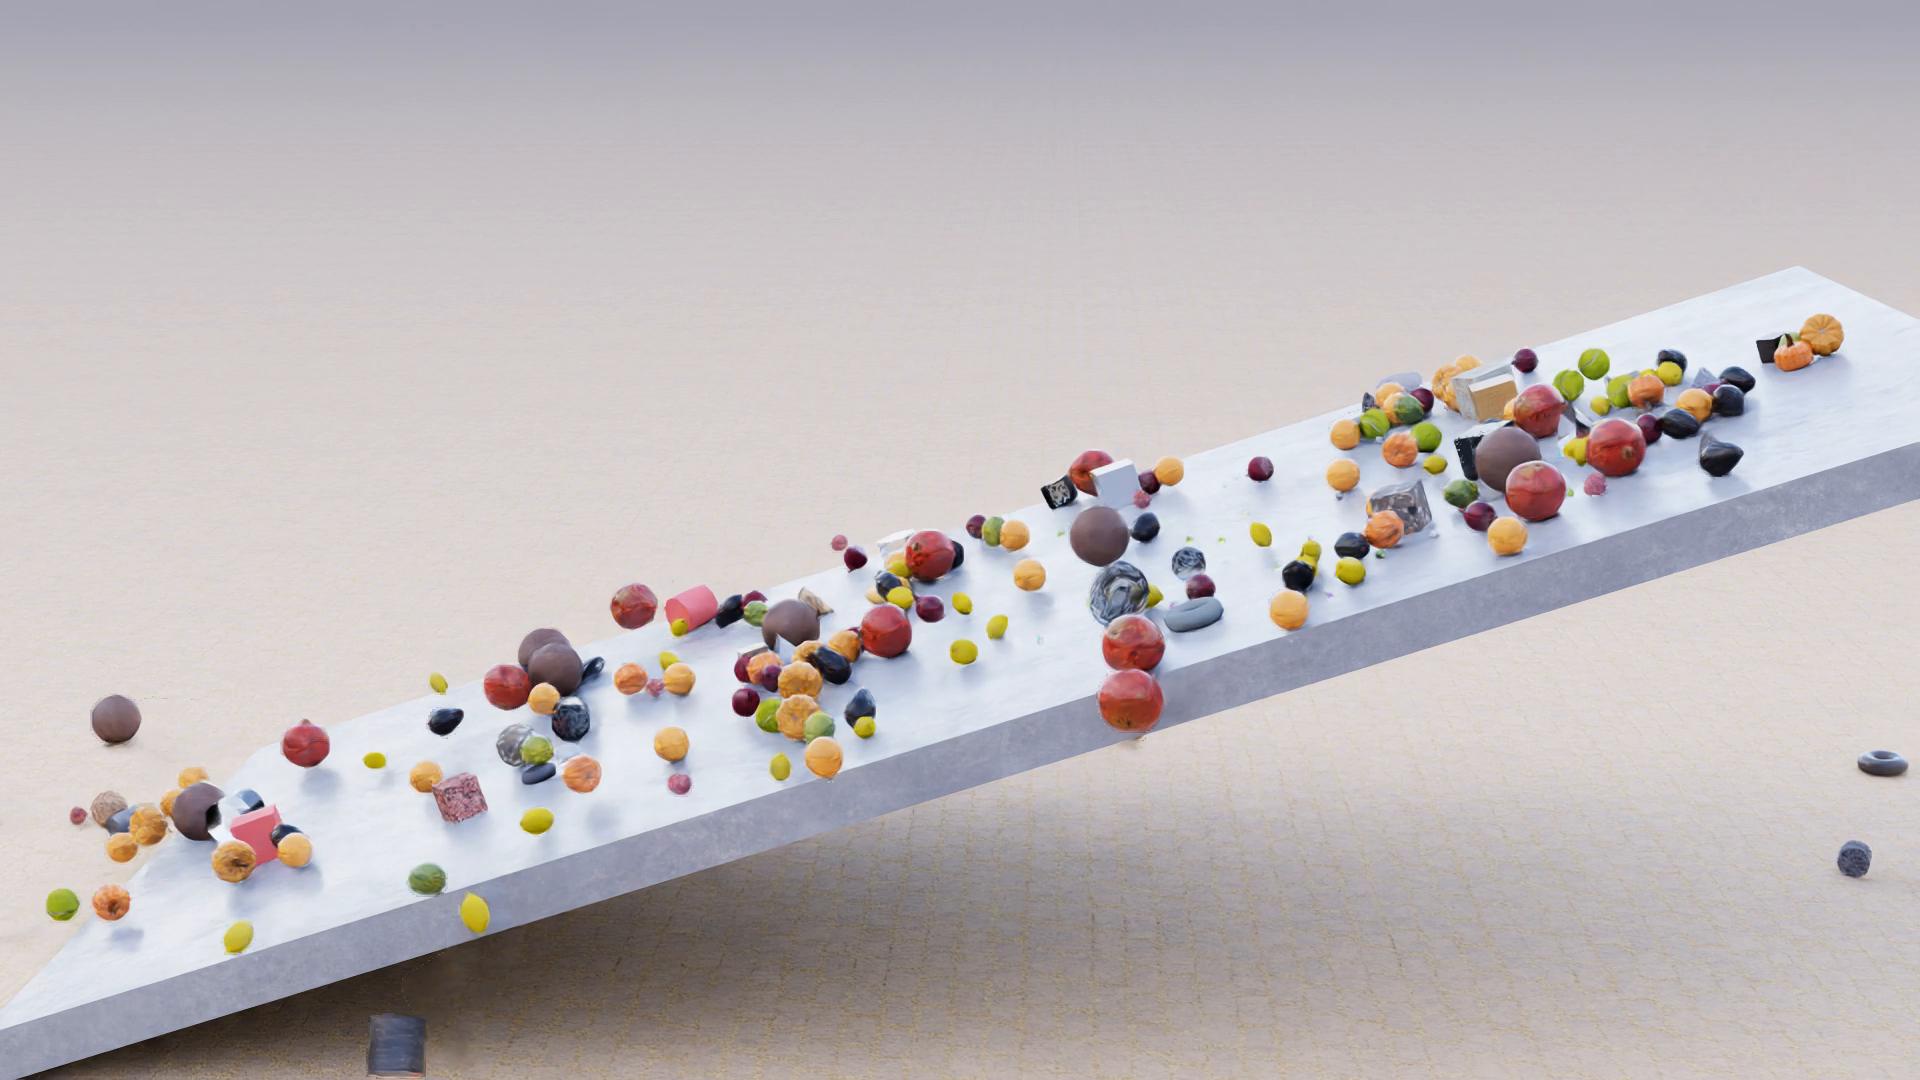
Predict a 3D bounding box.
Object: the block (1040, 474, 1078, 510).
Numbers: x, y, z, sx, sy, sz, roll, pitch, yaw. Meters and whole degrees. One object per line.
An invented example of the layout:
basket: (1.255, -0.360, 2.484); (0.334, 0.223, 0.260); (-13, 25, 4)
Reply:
block: (0.242, -0.117, 7.140); (0.060, 0.060, 0.060); (-25, 7, 23)

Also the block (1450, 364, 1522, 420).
block: (1.174, -0.331, 6.562); (0.099, 0.099, 0.099); (-22, 11, -17)

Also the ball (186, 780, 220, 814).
ball: (-1.764, 0.601, 6.859); (0.078, 0.078, 0.078); (0, 12, 0)

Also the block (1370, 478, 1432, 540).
block: (0.862, -0.061, 5.750); (0.084, 0.084, 0.084); (-13, 12, 27)

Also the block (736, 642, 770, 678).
block: (-0.445, 0.261, 6.405); (0.057, 0.057, 0.057); (-21, 11, -13)

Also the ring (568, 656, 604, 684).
ring: (-0.885, 0.308, 6.963); (0.098, 0.033, 0.098); (-29, 8, 4)

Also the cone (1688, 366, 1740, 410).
cone: (1.530, -0.295, 5.928); (0.092, 0.092, 0.092); (18, 19, 26)

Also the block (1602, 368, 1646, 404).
block: (1.414, -0.329, 6.262); (0.057, 0.057, 0.057); (-20, 11, -10)

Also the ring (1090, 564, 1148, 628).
ring: (0.310, 0.110, 5.742); (0.131, 0.131, 0.044); (10, -13, 40)

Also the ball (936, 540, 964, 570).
ball: (-0.023, 0.034, 6.822); (0.068, 0.068, 0.068); (0, 12, 0)

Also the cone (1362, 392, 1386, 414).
cone: (0.995, -0.326, 7.050); (0.053, 0.053, 0.053); (8, 11, -3)

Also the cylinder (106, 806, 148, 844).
cylinder: (-1.979, 0.676, 6.986); (0.069, 0.069, 0.069); (12, 28, 44)

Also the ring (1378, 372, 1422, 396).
ring: (1.071, -0.380, 7.164); (0.112, 0.037, 0.112); (-17, 11, 3)

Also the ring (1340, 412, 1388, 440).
ring: (0.934, -0.264, 6.800); (0.114, 0.038, 0.114); (-19, 10, 4)

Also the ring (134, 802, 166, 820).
ring: (-1.992, 0.664, 7.201); (0.094, 0.031, 0.094); (-4, 9, 1)

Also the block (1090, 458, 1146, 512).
block: (0.371, -0.129, 6.920); (0.092, 0.092, 0.092); (-19, 10, -4)

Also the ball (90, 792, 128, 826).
ball: (-2.060, 0.652, 7.125); (0.088, 0.088, 0.088); (0, 12, 0)

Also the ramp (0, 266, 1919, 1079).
ramp: (0.102, 0.182, 6.309); (4.000, 0.100, 2.000); (-17, 11, 5)

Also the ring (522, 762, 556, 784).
ring: (-0.871, 0.483, 6.084); (0.077, 0.026, 0.077); (-19, 10, 4)

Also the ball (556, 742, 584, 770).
ball: (-0.806, 0.446, 6.075); (0.056, 0.056, 0.056); (0, 12, 0)

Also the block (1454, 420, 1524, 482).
block: (1.078, -0.182, 5.989); (0.090, 0.090, 0.090); (-9, 14, 42)

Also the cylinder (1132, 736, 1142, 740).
cylinder: (0.451, 0.492, 7.855); (0.073, 0.073, 0.073); (10, -7, 41)

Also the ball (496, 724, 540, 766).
ball: (-0.940, 0.436, 6.256); (0.092, 0.092, 0.092); (0, 12, 0)

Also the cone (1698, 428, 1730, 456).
cone: (1.424, -0.170, 5.513); (0.059, 0.059, 0.059); (32, 17, 6)

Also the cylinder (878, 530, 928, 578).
cylinder: (-0.136, 0.035, 6.941); (0.093, 0.093, 0.093); (-18, 10, 3)

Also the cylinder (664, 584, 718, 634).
cylinder: (-0.651, 0.168, 7.139); (0.093, 0.093, 0.093); (11, 28, 42)

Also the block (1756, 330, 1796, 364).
block: (1.707, -0.403, 6.153); (0.052, 0.052, 0.052); (-24, 12, -26)

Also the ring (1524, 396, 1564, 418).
ring: (1.266, -0.289, 6.383); (0.091, 0.030, 0.091); (-19, 11, 4)

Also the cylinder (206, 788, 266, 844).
cylinder: (-1.592, 0.606, 6.466); (0.096, 0.096, 0.096); (3, 16, 15)

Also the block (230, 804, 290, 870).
block: (-1.474, 0.625, 6.198); (0.094, 0.094, 0.094); (-20, 11, -7)

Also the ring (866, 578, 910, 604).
ring: (-0.166, 0.115, 6.741); (0.105, 0.035, 0.105); (-18, 12, 4)

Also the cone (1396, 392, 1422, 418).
cone: (1.038, -0.321, 6.852); (0.060, 0.060, 0.060); (-18, 10, 3)

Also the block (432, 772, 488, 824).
block: (-1.018, 0.524, 5.985); (0.075, 0.075, 0.075); (-24, 12, -26)

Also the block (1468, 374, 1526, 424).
block: (1.173, -0.301, 6.431); (0.092, 0.092, 0.092); (-17, 11, 6)

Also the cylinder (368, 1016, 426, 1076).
cylinder: (-0.997, 0.896, 5.206); (0.096, 0.096, 0.096); (0, -16, 0)

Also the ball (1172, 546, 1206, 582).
ball: (0.456, 0.048, 5.868); (0.070, 0.070, 0.070); (0, 12, 0)

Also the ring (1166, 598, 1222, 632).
ring: (0.442, 0.141, 5.561); (0.114, 0.038, 0.114); (-18, 12, 4)
